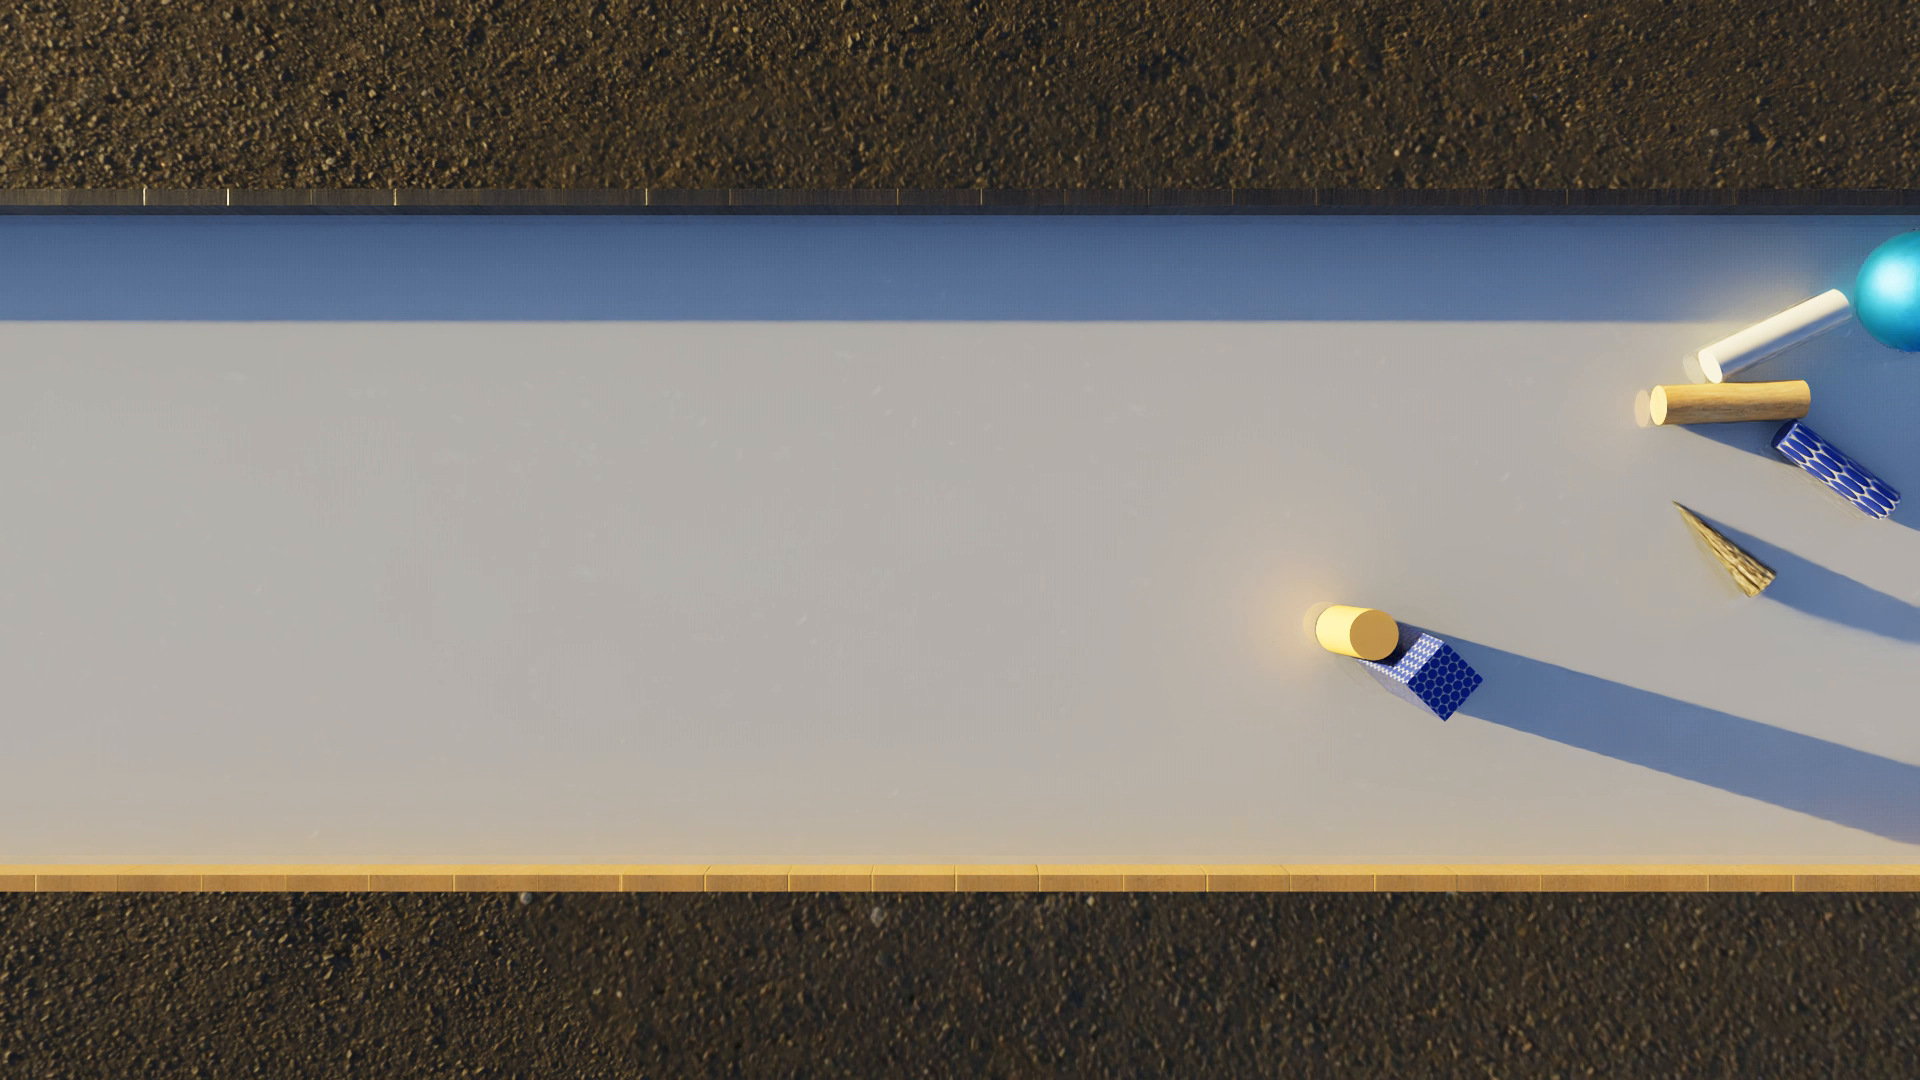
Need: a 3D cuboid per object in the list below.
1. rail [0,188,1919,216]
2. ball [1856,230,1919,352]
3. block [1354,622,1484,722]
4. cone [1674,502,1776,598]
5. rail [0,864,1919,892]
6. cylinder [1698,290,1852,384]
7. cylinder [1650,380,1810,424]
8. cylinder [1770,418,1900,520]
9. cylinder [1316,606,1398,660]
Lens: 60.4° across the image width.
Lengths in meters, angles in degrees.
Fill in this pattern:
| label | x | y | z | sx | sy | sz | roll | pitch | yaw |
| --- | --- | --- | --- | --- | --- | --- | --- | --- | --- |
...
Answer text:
| label | x | y | z | sx | sy | sz | roll | pitch | yaw |
| --- | --- | --- | --- | --- | --- | --- | --- | --- | --- |
| rail | -2.247 | -1.025 | 5.002 | 12.000 | 0.150 | 0.050 | 0 | 90 | 0 |
| ball | 2.866 | -0.738 | 4.895 | 0.363 | 0.363 | 0.363 | 0 | 90 | 0 |
| block | 1.341 | 0.377 | 4.853 | 0.162 | 0.426 | 0.162 | 43 | 90 | -9 |
| cone | 2.315 | 0.006 | 5.050 | 0.106 | 0.106 | 0.373 | -45 | 82 | 0 |
| rail | -2.247 | 1.025 | 5.001 | 12.000 | 0.150 | 0.050 | 0 | 90 | 0 |
| cylinder | 2.480 | -0.620 | 5.020 | 0.434 | 0.113 | 0.113 | -25 | 90 | 0 |
| cylinder | 2.341 | -0.419 | 5.017 | 0.433 | 0.119 | 0.119 | -3 | 90 | 0 |
| cylinder | 2.666 | -0.214 | 5.023 | 0.384 | 0.107 | 0.107 | 35 | 90 | 0 |
| cylinder | 1.181 | 0.274 | 4.916 | 0.147 | 0.310 | 0.147 | 0 | 90 | -5 |
